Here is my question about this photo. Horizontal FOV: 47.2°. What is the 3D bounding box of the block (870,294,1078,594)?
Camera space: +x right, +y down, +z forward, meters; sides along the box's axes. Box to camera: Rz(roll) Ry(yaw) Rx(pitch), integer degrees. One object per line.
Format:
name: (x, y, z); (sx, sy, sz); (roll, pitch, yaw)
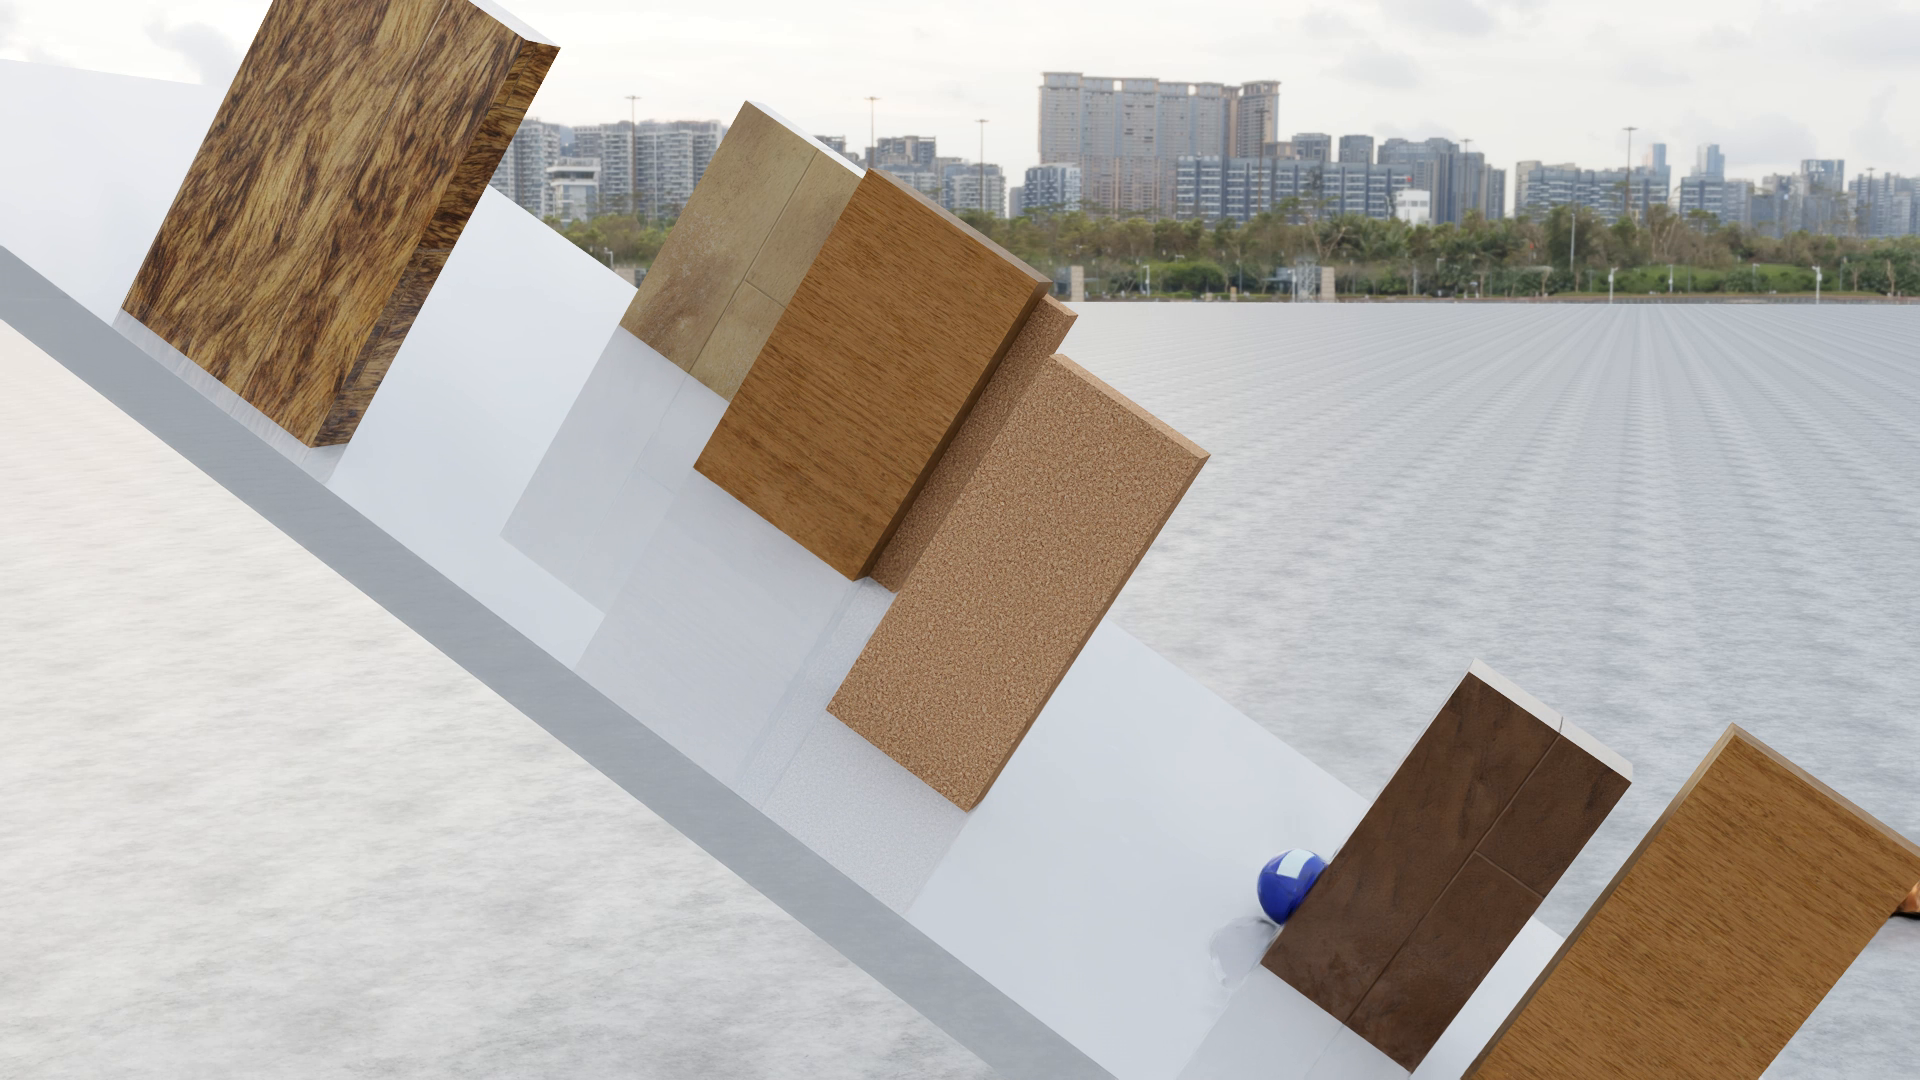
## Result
block: (-0.082, -0.255, 4.291); (0.326, 0.646, 0.083); (35, 15, 10)

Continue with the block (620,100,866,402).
block: (-0.426, -0.601, 4.832); (0.424, 0.576, 0.102); (35, 15, 10)

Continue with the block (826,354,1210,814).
block: (0.087, 0.071, 3.510); (0.287, 0.689, 0.088); (35, 15, 10)

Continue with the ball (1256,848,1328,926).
ball: (0.590, 0.611, 3.848); (0.140, 0.140, 0.140); (0, 7, 0)

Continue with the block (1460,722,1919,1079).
block: (1.120, 0.698, 3.437); (0.335, 0.771, 0.098); (35, 15, 10)

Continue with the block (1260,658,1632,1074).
block: (0.798, 0.535, 3.625); (0.303, 0.607, 0.139); (35, 15, 10)

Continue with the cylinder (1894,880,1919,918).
cylinder: (2.730, 1.004, 6.378); (0.158, 0.158, 0.158); (-6, 9, -41)

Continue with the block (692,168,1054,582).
block: (-0.173, -0.315, 4.229); (0.394, 0.681, 0.108); (35, 15, 10)

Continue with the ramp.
ramp: (-0.135, 0.227, 4.104); (4.000, 0.100, 2.000); (35, 15, 10)

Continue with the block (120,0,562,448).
block: (-0.951, -0.548, 3.350); (0.392, 0.711, 0.108); (35, 15, 10)
